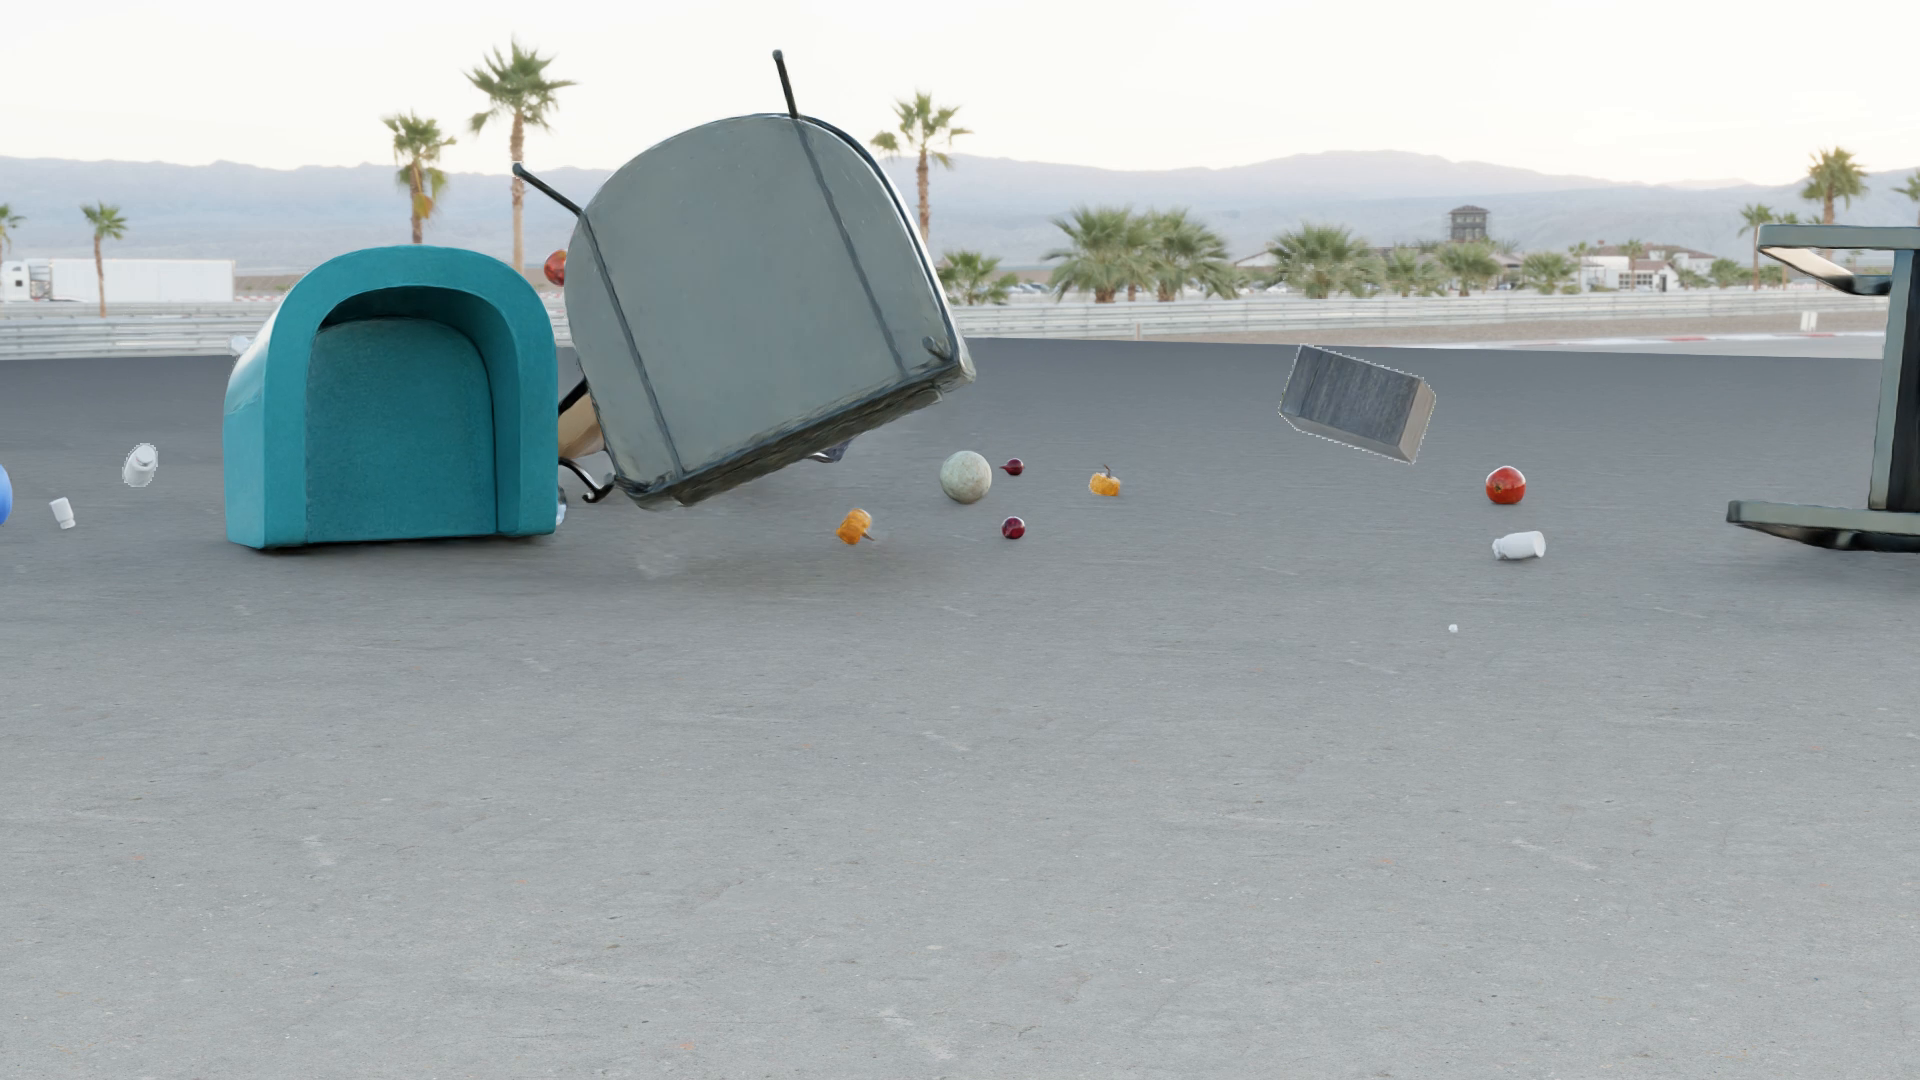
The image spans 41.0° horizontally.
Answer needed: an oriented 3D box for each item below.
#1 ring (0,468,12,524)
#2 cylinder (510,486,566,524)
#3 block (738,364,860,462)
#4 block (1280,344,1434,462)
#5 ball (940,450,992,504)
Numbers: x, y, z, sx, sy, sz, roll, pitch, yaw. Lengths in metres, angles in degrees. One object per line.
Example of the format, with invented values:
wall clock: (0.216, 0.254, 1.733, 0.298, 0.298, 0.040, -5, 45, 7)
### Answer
ring: (-2.532, -0.119, 6.544, 0.198, 0.221, 0.161, -17, 2, 31)
cylinder: (-1.121, -0.094, 6.823, 0.108, 0.103, 0.187, 0, 5, 3)
block: (-0.477, -0.376, 7.593, 0.295, 0.125, 0.198, 27, 9, -33)
block: (0.972, -0.331, 6.264, 0.301, 0.169, 0.238, 18, -2, 20)
ball: (0.016, -0.183, 7.445, 0.153, 0.153, 0.153, 0, 6, 0)
